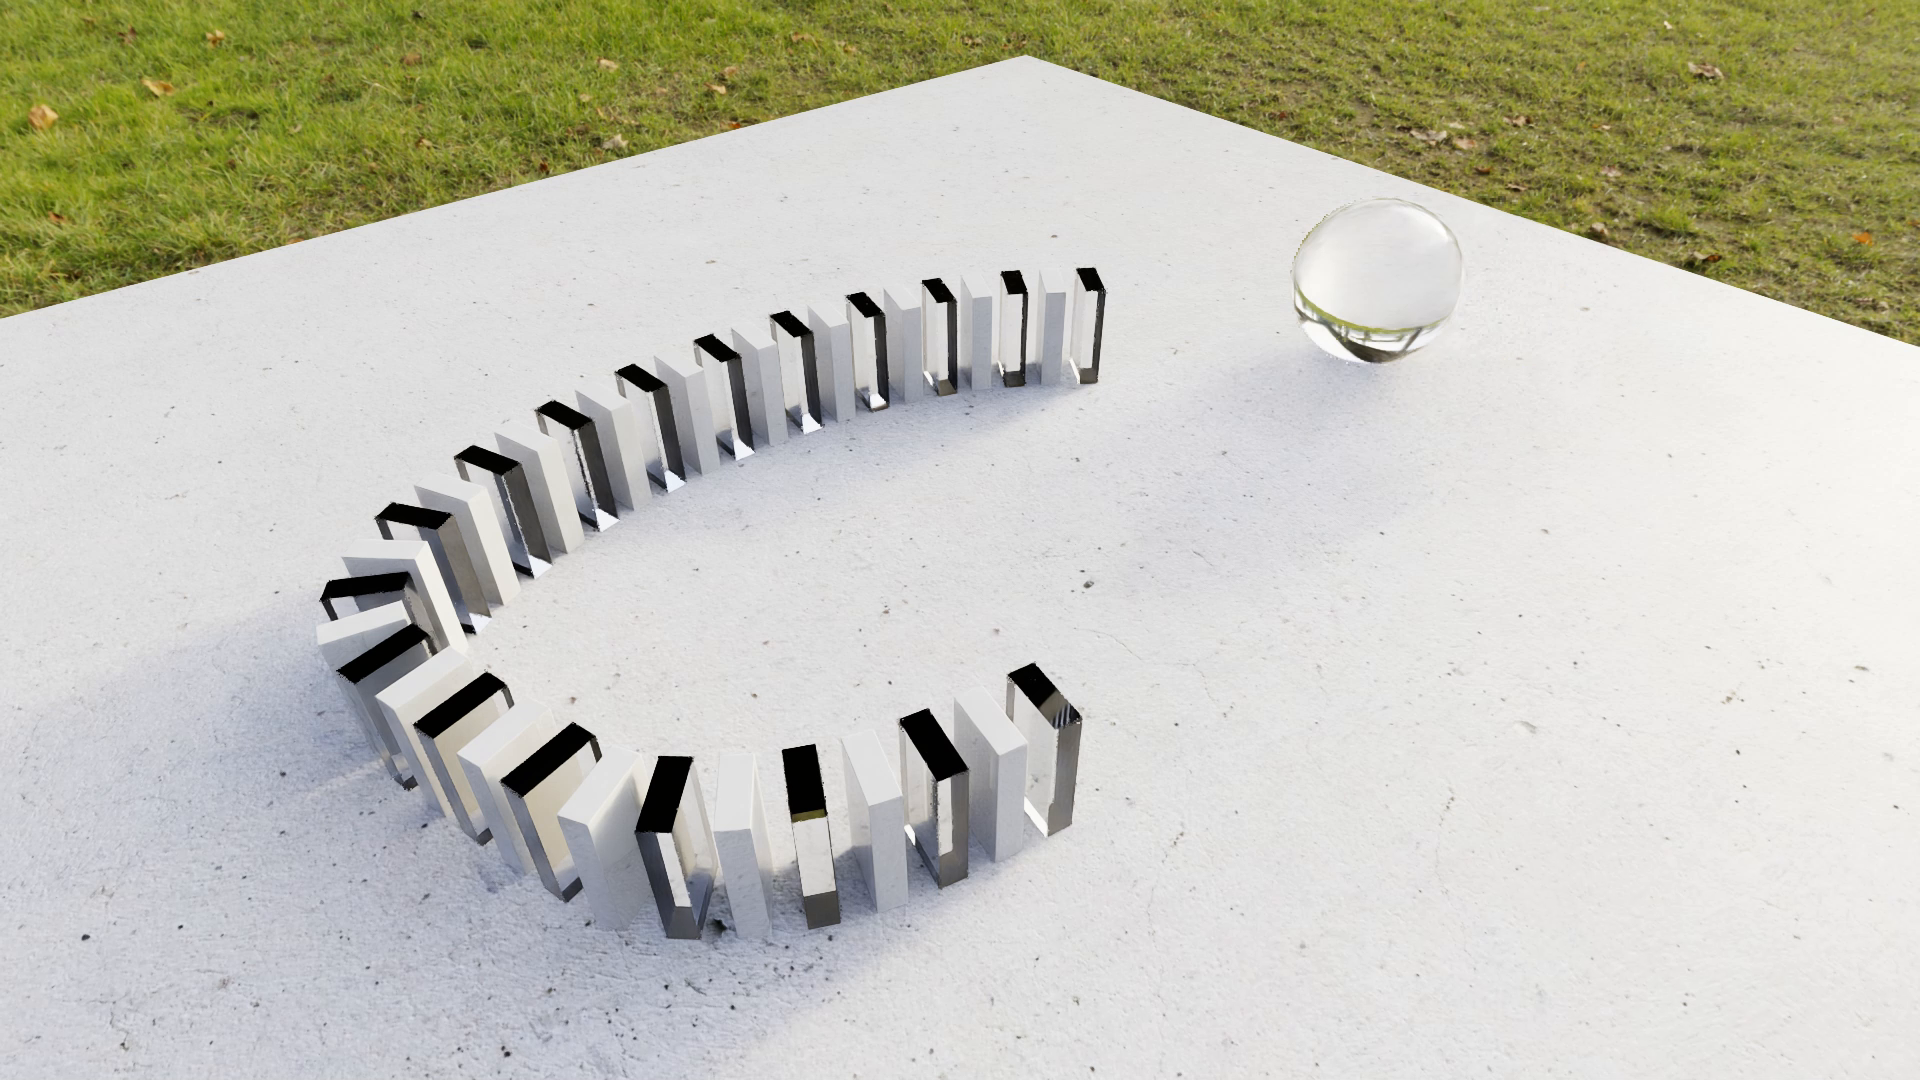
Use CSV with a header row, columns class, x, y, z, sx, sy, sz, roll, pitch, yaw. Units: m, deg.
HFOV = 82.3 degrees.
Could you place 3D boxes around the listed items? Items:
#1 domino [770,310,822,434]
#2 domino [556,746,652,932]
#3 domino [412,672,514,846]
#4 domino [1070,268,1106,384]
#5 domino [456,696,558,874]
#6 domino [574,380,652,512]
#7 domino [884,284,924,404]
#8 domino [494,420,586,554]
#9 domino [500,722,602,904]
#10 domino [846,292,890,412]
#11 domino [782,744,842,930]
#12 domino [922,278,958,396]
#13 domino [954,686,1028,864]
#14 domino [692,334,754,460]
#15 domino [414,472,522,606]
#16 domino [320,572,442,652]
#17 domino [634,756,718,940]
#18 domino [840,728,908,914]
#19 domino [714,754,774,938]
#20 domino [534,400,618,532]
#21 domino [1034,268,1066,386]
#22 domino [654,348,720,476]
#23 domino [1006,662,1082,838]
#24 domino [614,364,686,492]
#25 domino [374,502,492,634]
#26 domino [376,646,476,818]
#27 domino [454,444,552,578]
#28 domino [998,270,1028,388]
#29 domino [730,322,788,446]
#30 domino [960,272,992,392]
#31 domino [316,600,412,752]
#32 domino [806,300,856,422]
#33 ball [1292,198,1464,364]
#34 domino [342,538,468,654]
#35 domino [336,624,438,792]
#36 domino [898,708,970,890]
class,x,y,z,sx,sy,sz,roll,pitch,yaw
domino,-0.075,-0.077,0.505,0.010,0.050,0.025,-23,44,-25
domino,-0.096,0.084,0.309,0.009,0.050,0.025,13,41,15
domino,-0.143,0.066,0.331,0.009,0.050,0.025,23,45,26
domino,0.062,-0.105,0.539,0.010,0.050,0.025,-4,40,-5
domino,-0.127,0.072,0.323,0.010,0.050,0.025,20,44,23
domino,-0.144,-0.039,0.459,0.025,0.050,0.009,29,47,30
domino,-0.027,-0.093,0.525,0.009,0.050,0.025,-15,42,-18
domino,-0.166,-0.020,0.436,0.025,0.050,0.010,22,44,25
domino,-0.112,0.079,0.315,0.010,0.050,0.025,23,45,25
domino,-0.044,-0.089,0.520,0.010,0.050,0.025,-17,42,-20
domino,-0.042,0.084,0.309,0.009,0.050,0.025,-8,40,-10
domino,-0.010,-0.098,0.531,0.009,0.050,0.025,-12,41,-15
domino,0.009,0.070,0.326,0.010,0.050,0.025,-20,43,-23
domino,-0.105,-0.063,0.489,0.009,0.050,0.025,-27,47,-29
domino,-0.184,0.000,0.411,0.025,0.050,0.010,15,42,18
domino,-0.192,0.034,0.370,0.025,0.050,0.009,-7,40,-8
domino,-0.078,0.086,0.306,0.009,0.050,0.025,2,39,2
domino,-0.024,0.081,0.313,0.009,0.050,0.025,-14,41,-17
domino,-0.060,0.086,0.307,0.009,0.050,0.025,-4,39,-5
domino,-0.156,-0.030,0.448,0.025,0.050,0.010,26,46,28
domino,0.044,-0.104,0.538,0.010,0.050,0.025,-3,39,-3
domino,-0.119,-0.056,0.479,0.009,0.050,0.025,-30,48,-32
domino,0.024,0.064,0.333,0.010,0.050,0.025,-20,44,-23
domino,-0.132,-0.047,0.469,0.025,0.050,0.010,32,49,33
domino,-0.190,0.011,0.398,0.025,0.050,0.009,10,40,12
domino,-0.158,0.060,0.339,0.010,0.050,0.025,24,45,26
domino,-0.176,-0.010,0.424,0.025,0.050,0.010,19,43,22
domino,0.026,-0.103,0.537,0.010,0.050,0.025,-5,40,-6
domino,-0.090,-0.070,0.497,0.009,0.050,0.025,-25,45,-27
domino,0.008,-0.101,0.535,0.009,0.050,0.025,-8,40,-10
domino,-0.186,0.045,0.357,0.025,0.050,0.010,-19,43,-22
domino,-0.060,-0.083,0.513,0.009,0.050,0.025,-20,43,-23
ball,0.205,-0.127,0.543,0.080,0.080,0.080,0,39,0
domino,-0.193,0.022,0.384,0.025,0.050,0.009,2,39,2
domino,-0.173,0.053,0.347,0.009,0.050,0.025,24,45,27
domino,-0.008,0.076,0.319,0.009,0.050,0.025,-18,43,-21
